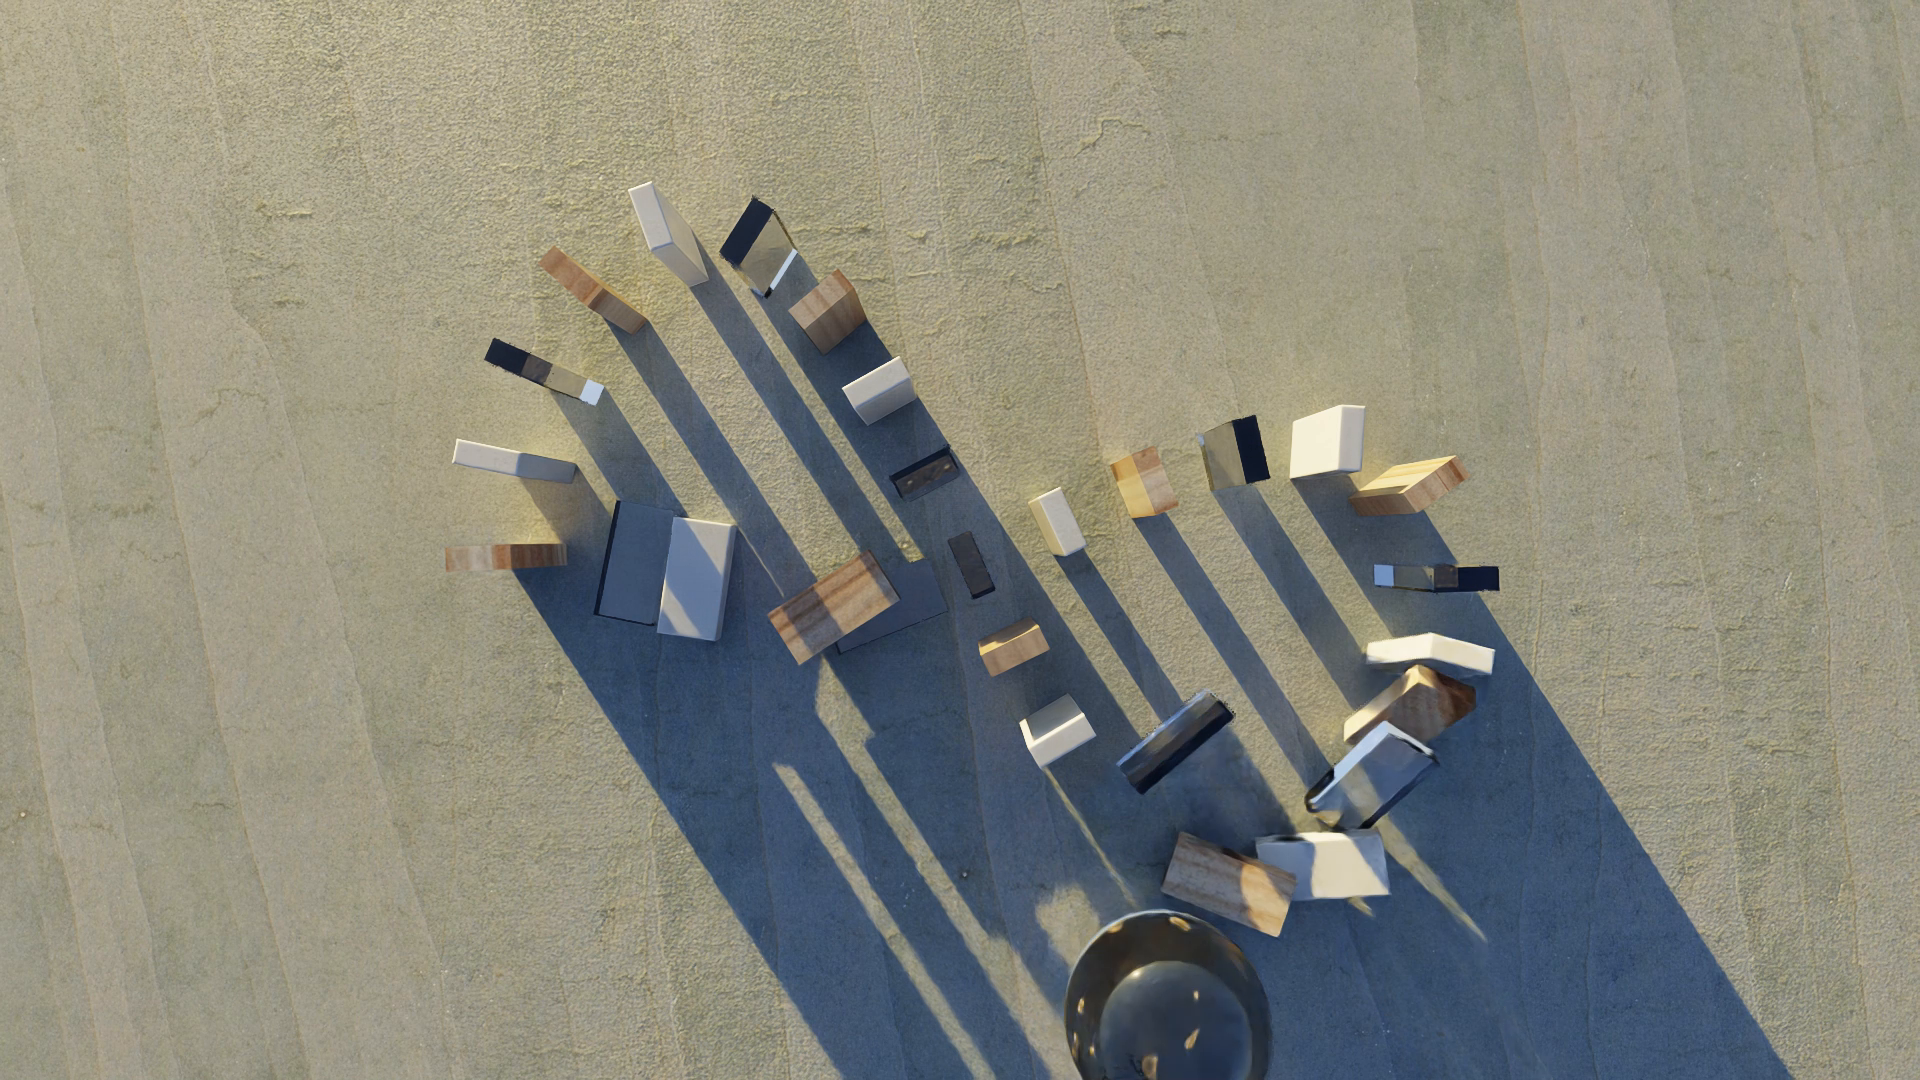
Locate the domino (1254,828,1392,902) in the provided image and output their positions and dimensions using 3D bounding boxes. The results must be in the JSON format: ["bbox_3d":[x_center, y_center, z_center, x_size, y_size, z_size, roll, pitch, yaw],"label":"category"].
[{"bbox_3d":[0.153,0.138,0.389,0.050,0.009,0.025,-10,90,15],"label":"domino"}]

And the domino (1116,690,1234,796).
[{"bbox_3d":[0.090,0.085,0.388,0.050,0.025,0.010,-40,90,0],"label":"domino"}]

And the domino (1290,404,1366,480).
[{"bbox_3d":[0.149,-0.039,0.375,0.010,0.050,0.025,4,90,0],"label":"domino"}]

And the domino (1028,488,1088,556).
[{"bbox_3d":[0.039,-0.007,0.375,0.010,0.050,0.025,-25,90,0],"label":"domino"}]

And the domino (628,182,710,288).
[{"bbox_3d":[-0.118,-0.124,0.375,0.009,0.050,0.025,-20,90,0],"label":"domino"}]

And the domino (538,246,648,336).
[{"bbox_3d":[-0.149,-0.101,0.375,0.025,0.050,0.010,41,90,0],"label":"domino"}]

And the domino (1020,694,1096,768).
[{"bbox_3d":[0.039,0.077,0.375,0.025,0.050,0.009,-31,90,0],"label":"domino"}]

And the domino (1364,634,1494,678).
[{"bbox_3d":[0.190,0.048,0.375,0.025,0.050,0.010,15,78,0],"label":"domino"}]

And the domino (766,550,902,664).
[{"bbox_3d":[-0.053,0.028,0.386,0.050,0.009,0.025,-33,90,0],"label":"domino"}]

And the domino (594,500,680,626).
[{"bbox_3d":[-0.139,0.010,0.395,0.025,0.010,0.050,11,90,0],"label":"domino"}]

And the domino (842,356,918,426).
[{"bbox_3d":[-0.032,-0.060,0.375,0.025,0.050,0.010,-29,90,0],"label":"domino"}]

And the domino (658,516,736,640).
[{"bbox_3d":[-0.113,0.017,0.395,0.025,0.010,0.050,8,90,0],"label":"domino"}]

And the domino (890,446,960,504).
[{"bbox_3d":[-0.014,-0.026,0.375,0.025,0.050,0.009,-27,90,0],"label":"domino"}]

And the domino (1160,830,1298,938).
[{"bbox_3d":[0.113,0.146,0.389,0.050,0.010,0.025,18,95,12],"label":"domino"}]

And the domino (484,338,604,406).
[{"bbox_3d":[-0.169,-0.068,0.375,0.025,0.050,0.010,24,90,0],"label":"domino"}]

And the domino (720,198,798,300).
[{"bbox_3d":[-0.081,-0.118,0.375,0.009,0.050,0.025,32,90,0],"label":"domino"}]

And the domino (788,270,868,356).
[{"bbox_3d":[-0.053,-0.092,0.375,0.025,0.050,0.009,-40,90,0],"label":"domino"}]

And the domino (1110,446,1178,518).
[{"bbox_3d":[0.075,-0.023,0.375,0.009,0.050,0.025,-22,90,0],"label":"domino"}]

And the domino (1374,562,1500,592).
[{"bbox_3d":[0.194,0.015,0.375,0.025,0.050,0.010,-2,90,0],"label":"domino"}]

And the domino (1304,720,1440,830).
[{"bbox_3d":[0.172,0.101,0.384,0.025,0.010,0.050,32,115,-3],"label":"domino"}]

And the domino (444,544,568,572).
[{"bbox_3d":[-0.184,0.007,0.375,0.025,0.050,0.010,-3,90,0],"label":"domino"}]

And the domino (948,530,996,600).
[{"bbox_3d":[0.005,0.010,0.375,0.009,0.050,0.025,-24,90,0],"label":"domino"}]

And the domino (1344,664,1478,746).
[{"bbox_3d":[0.185,0.073,0.379,0.025,0.050,0.009,24,47,0],"label":"domino"}]

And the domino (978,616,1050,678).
[{"bbox_3d":[0.021,0.043,0.375,0.025,0.050,0.009,-26,90,0],"label":"domino"}]

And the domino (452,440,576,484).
[{"bbox_3d":[-0.181,-0.031,0.375,0.025,0.050,0.010,12,90,0],"label":"domino"}]

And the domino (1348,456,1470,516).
[{"bbox_3d":[0.182,-0.021,0.375,0.025,0.050,0.010,-35,90,0],"label":"domino"}]

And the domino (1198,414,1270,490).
[{"bbox_3d":[0.111,-0.035,0.375,0.010,0.050,0.025,-13,90,0],"label":"domino"}]

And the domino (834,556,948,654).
[{"bbox_3d":[-0.033,0.028,0.395,0.050,0.009,0.025,-22,90,0],"label":"domino"}]

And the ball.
[{"bbox_3d":[0.081,0.188,0.360,0.080,0.080,0.080,0,90,0],"label":"ball"}]
